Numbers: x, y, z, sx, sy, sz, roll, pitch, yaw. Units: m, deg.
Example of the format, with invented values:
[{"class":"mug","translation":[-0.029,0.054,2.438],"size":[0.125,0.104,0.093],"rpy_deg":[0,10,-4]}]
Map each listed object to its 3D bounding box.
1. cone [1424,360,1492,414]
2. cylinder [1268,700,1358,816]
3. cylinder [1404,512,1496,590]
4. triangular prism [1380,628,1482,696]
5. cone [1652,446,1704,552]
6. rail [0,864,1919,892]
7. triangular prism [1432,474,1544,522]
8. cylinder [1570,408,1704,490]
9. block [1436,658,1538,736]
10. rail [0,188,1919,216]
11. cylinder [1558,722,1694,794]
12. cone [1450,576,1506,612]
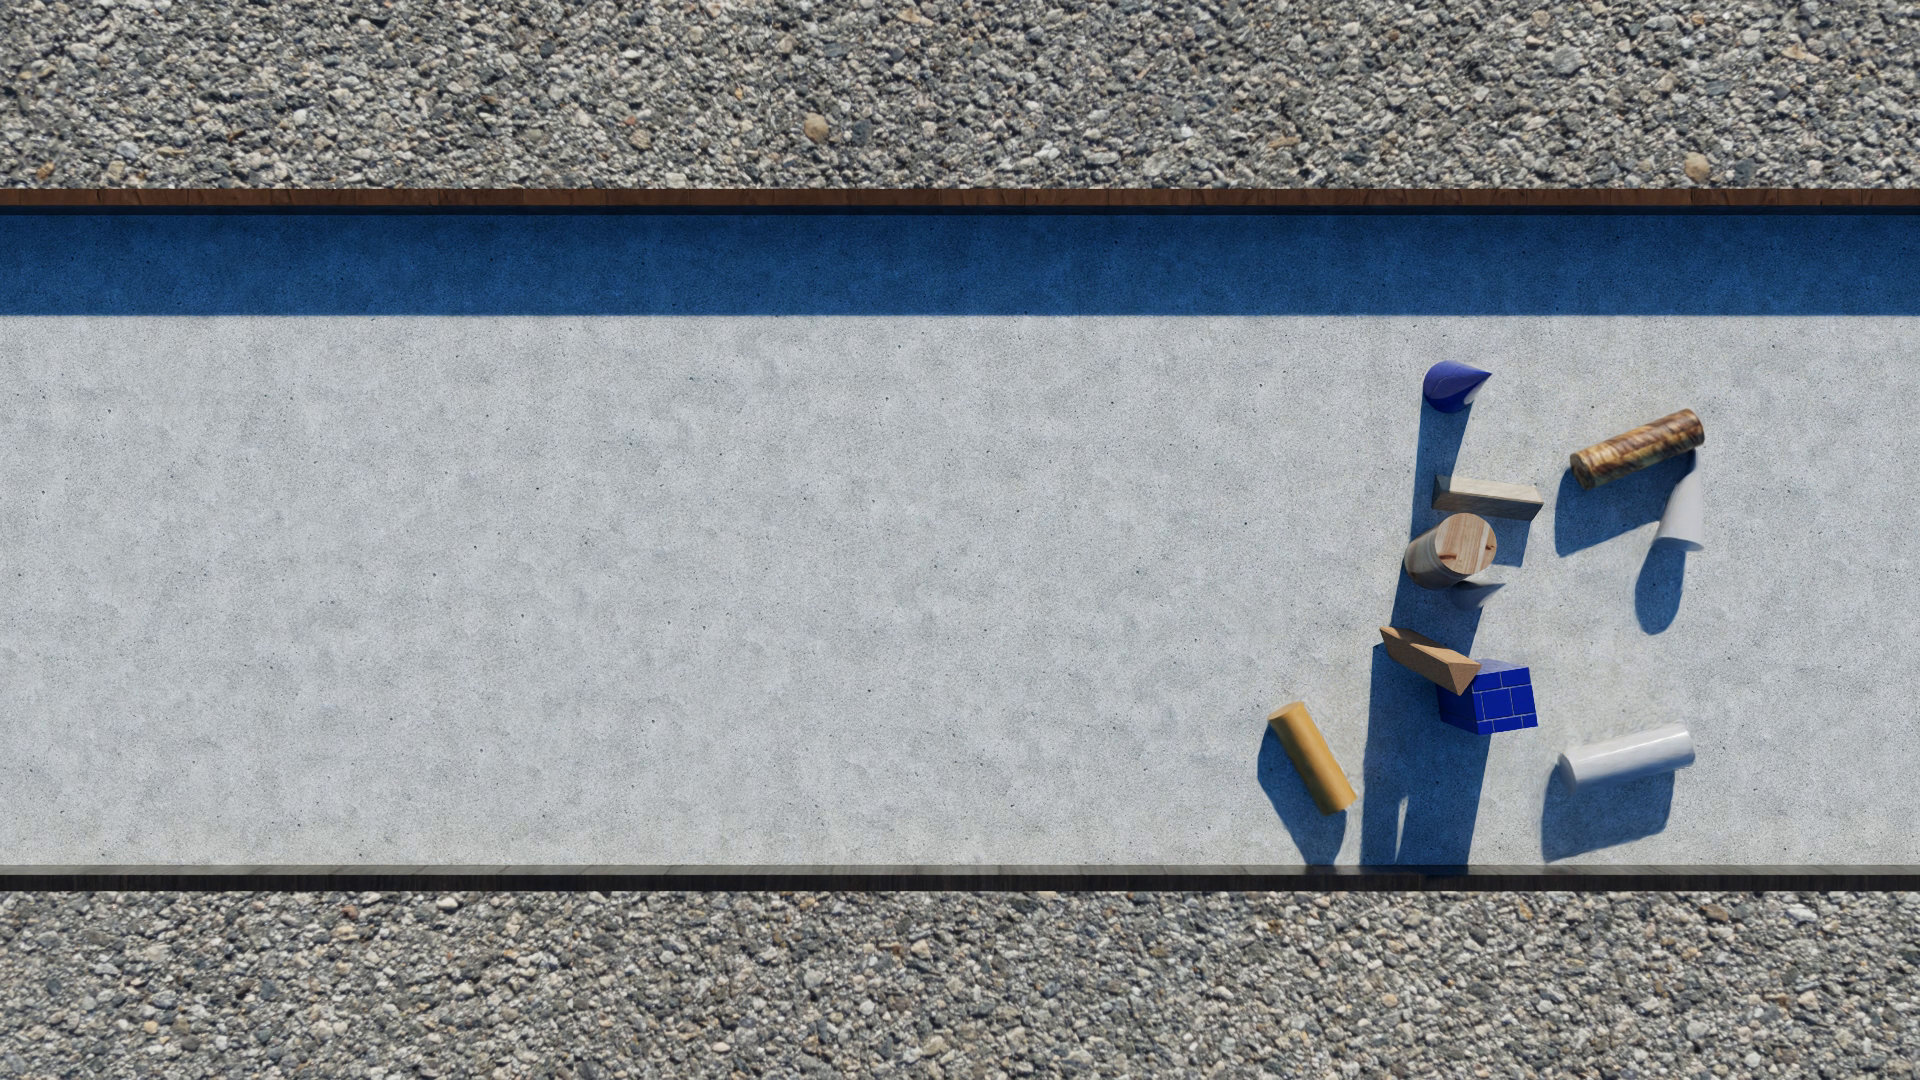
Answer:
[{"class":"cone","translation":[1.508,-0.471,4.873],"size":[0.165,0.407,0.165],"rpy_deg":[0,90,0]},{"class":"cylinder","translation":[1.073,0.662,5.020],"size":[0.114,0.114,0.337],"rpy_deg":[-30,90,0]},{"class":"cylinder","translation":[1.454,0.038,4.904],"size":[0.179,0.319,0.179],"rpy_deg":[0,80,-1]},{"class":"triangular prism","translation":[1.394,0.336,4.874],"size":[0.093,0.407,0.107],"rpy_deg":[-25,106,-8]},{"class":"cone","translation":[2.225,-0.172,5.042],"size":[0.142,0.142,0.389],"rpy_deg":[14,80,0]},{"class":"rail","translation":[-2.247,1.025,5.001],"size":[12.000,0.150,0.050],"rpy_deg":[0,90,0]},{"class":"triangular prism","translation":[1.610,-0.130,5.028],"size":[0.311,0.091,0.105],"rpy_deg":[7,90,0]},{"class":"cylinder","translation":[2.058,-0.276,5.015],"size":[0.370,0.122,0.122],"rpy_deg":[-22,90,0]},{"class":"block","translation":[1.552,0.460,4.891],"size":[0.171,0.371,0.171],"rpy_deg":[-9,90,0]},{"class":"rail","translation":[-2.247,-1.025,5.002],"size":[12.000,0.150,0.050],"rpy_deg":[0,90,0]},{"class":"cylinder","translation":[2.022,0.664,5.011],"size":[0.365,0.132,0.132],"rpy_deg":[-14,90,0]},{"class":"cone","translation":[1.551,0.144,4.856],"size":[0.111,0.431,0.111],"rpy_deg":[0,84,3]}]
